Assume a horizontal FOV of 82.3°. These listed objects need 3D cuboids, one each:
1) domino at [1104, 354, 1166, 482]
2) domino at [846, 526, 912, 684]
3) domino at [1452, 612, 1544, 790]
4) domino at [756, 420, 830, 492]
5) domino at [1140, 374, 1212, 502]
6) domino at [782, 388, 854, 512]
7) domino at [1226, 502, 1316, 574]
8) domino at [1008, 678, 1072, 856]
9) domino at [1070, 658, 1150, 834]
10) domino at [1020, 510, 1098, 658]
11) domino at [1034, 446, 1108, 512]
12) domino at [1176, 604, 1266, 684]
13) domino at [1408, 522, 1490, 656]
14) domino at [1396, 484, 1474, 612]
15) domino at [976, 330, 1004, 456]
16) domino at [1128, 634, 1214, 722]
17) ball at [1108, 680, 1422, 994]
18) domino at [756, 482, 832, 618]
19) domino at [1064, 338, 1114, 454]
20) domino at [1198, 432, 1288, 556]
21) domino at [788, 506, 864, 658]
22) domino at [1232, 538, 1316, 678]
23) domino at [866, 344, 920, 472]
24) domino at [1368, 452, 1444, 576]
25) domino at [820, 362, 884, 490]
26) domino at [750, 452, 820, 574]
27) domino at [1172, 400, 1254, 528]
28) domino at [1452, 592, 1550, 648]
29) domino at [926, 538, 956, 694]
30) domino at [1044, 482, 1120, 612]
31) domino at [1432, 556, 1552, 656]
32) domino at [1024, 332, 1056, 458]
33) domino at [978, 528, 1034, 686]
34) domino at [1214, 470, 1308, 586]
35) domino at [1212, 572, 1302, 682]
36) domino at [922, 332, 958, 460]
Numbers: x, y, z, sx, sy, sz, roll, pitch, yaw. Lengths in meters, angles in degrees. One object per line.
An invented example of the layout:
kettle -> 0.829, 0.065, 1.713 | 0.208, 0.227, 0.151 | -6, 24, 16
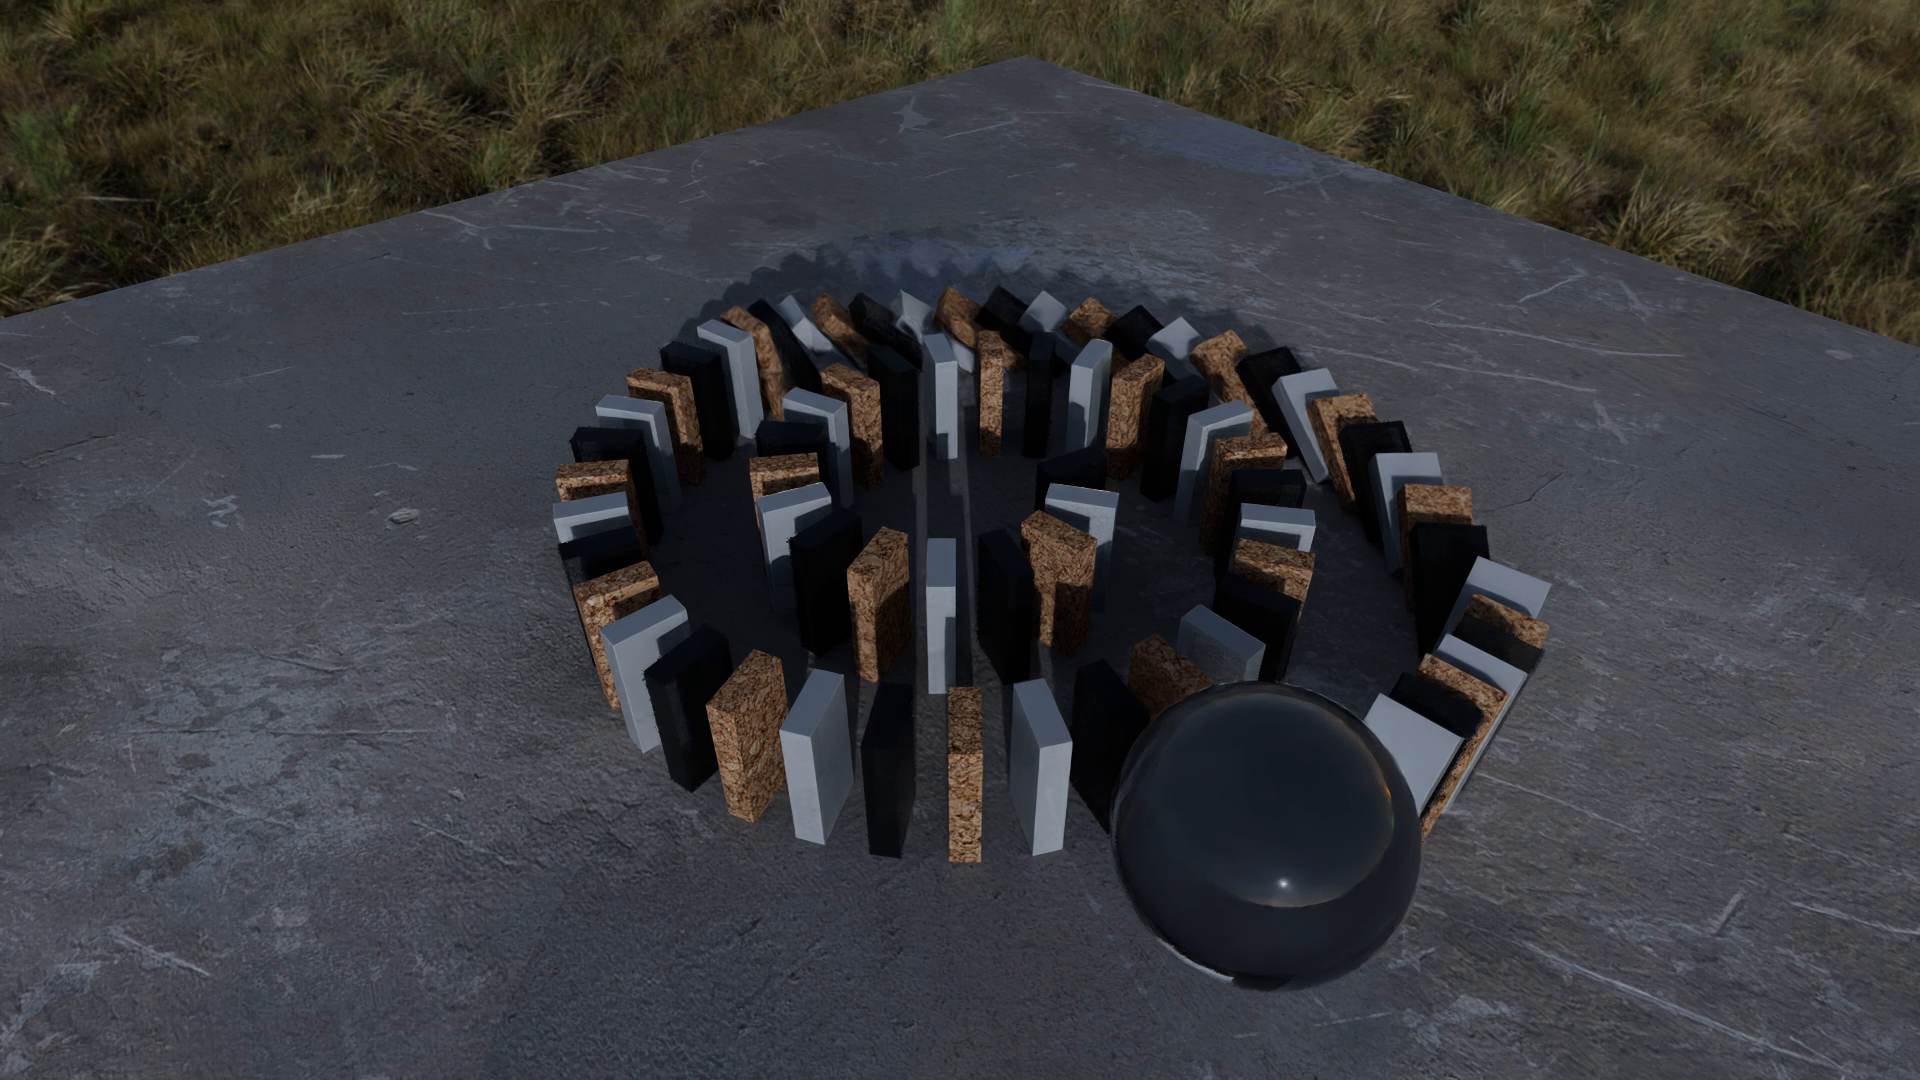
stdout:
domino -> 0.075, -0.053, 0.476 | 0.009, 0.050, 0.025 | 29, 47, 30
domino -> -0.028, 0.023, 0.383 | 0.010, 0.050, 0.025 | 17, 42, 19
domino -> 0.162, 0.052, 0.354 | 0.025, 0.050, 0.009 | 31, 6, 32
domino -> -0.066, -0.023, 0.440 | 0.025, 0.050, 0.010 | 5, 40, 6
domino -> 0.090, -0.042, 0.463 | 0.025, 0.050, 0.010 | -27, 47, -29
domino -> -0.058, -0.037, 0.456 | 0.025, 0.050, 0.009 | 19, 43, 22
domino -> 0.111, 0.010, 0.399 | 0.025, 0.050, 0.009 | 6, 40, 7
domino -> 0.023, 0.068, 0.328 | 0.009, 0.050, 0.025 | -10, 40, -12
domino -> 0.044, 0.063, 0.334 | 0.010, 0.050, 0.025 | -17, 42, -20
domino -> 0.034, 0.016, 0.392 | 0.025, 0.050, 0.009 | 28, 47, 30
domino -> 0.042, -0.010, 0.424 | 0.025, 0.050, 0.010 | -19, 43, -22
domino -> 0.081, 0.047, 0.354 | 0.010, 0.050, 0.025 | -31, 48, -32
domino -> 0.181, 0.019, 0.404 | 0.025, 0.010, 0.050 | 4, 65, 5
domino -> 0.184, 0.004, 0.422 | 0.025, 0.009, 0.050 | 4, 66, 4
domino -> 0.013, -0.065, 0.491 | 0.009, 0.050, 0.025 | -1, 39, -2
domino -> 0.063, 0.056, 0.343 | 0.009, 0.050, 0.025 | -23, 45, -26
ball -> 0.080, 0.078, 0.293 | 0.080, 0.080, 0.080 | 0, 39, 0
domino -> -0.059, 0.004, 0.406 | 0.025, 0.050, 0.010 | -15, 42, -18
domino -> 0.057, -0.060, 0.485 | 0.009, 0.050, 0.025 | 17, 42, 20
domino -> 0.111, -0.018, 0.433 | 0.025, 0.050, 0.010 | -7, 40, -9
domino -> -0.046, 0.015, 0.393 | 0.009, 0.050, 0.025 | 29, 48, 31
domino -> 0.105, 0.024, 0.382 | 0.025, 0.050, 0.010 | 13, 41, 15
domino -> -0.029, -0.058, 0.482 | 0.009, 0.050, 0.025 | -23, 45, -26
domino -> 0.181, -0.011, 0.439 | 0.025, 0.009, 0.050 | -1, 66, -1
domino -> -0.046, -0.048, 0.470 | 0.025, 0.050, 0.009 | 29, 48, 31
domino -> -0.065, -0.009, 0.423 | 0.025, 0.050, 0.010 | -6, 40, -7
domino -> 0.103, -0.031, 0.449 | 0.025, 0.050, 0.009 | -19, 43, -22
domino -> 0.173, 0.045, 0.369 | 0.025, 0.009, 0.050 | 29, 78, 30
domino -> -0.006, 0.027, 0.379 | 0.009, 0.050, 0.025 | 0, 39, 0
domino -> 0.044, 0.004, 0.407 | 0.025, 0.050, 0.009 | 9, 40, 11
domino -> 0.183, 0.033, 0.383 | 0.025, 0.009, 0.050 | 25, 76, 25
domino -> 0.035, -0.064, 0.490 | 0.010, 0.050, 0.025 | 6, 40, 7
domino -> 0.015, 0.024, 0.383 | 0.010, 0.050, 0.025 | -14, 41, -17
domino -> 0.113, -0.004, 0.416 | 0.025, 0.050, 0.009 | 0, 39, 0
domino -> 0.095, 0.037, 0.367 | 0.025, 0.050, 0.010 | 23, 45, 26
domino -> -0.009, -0.063, 0.489 | 0.010, 0.050, 0.025 | -9, 40, -11
